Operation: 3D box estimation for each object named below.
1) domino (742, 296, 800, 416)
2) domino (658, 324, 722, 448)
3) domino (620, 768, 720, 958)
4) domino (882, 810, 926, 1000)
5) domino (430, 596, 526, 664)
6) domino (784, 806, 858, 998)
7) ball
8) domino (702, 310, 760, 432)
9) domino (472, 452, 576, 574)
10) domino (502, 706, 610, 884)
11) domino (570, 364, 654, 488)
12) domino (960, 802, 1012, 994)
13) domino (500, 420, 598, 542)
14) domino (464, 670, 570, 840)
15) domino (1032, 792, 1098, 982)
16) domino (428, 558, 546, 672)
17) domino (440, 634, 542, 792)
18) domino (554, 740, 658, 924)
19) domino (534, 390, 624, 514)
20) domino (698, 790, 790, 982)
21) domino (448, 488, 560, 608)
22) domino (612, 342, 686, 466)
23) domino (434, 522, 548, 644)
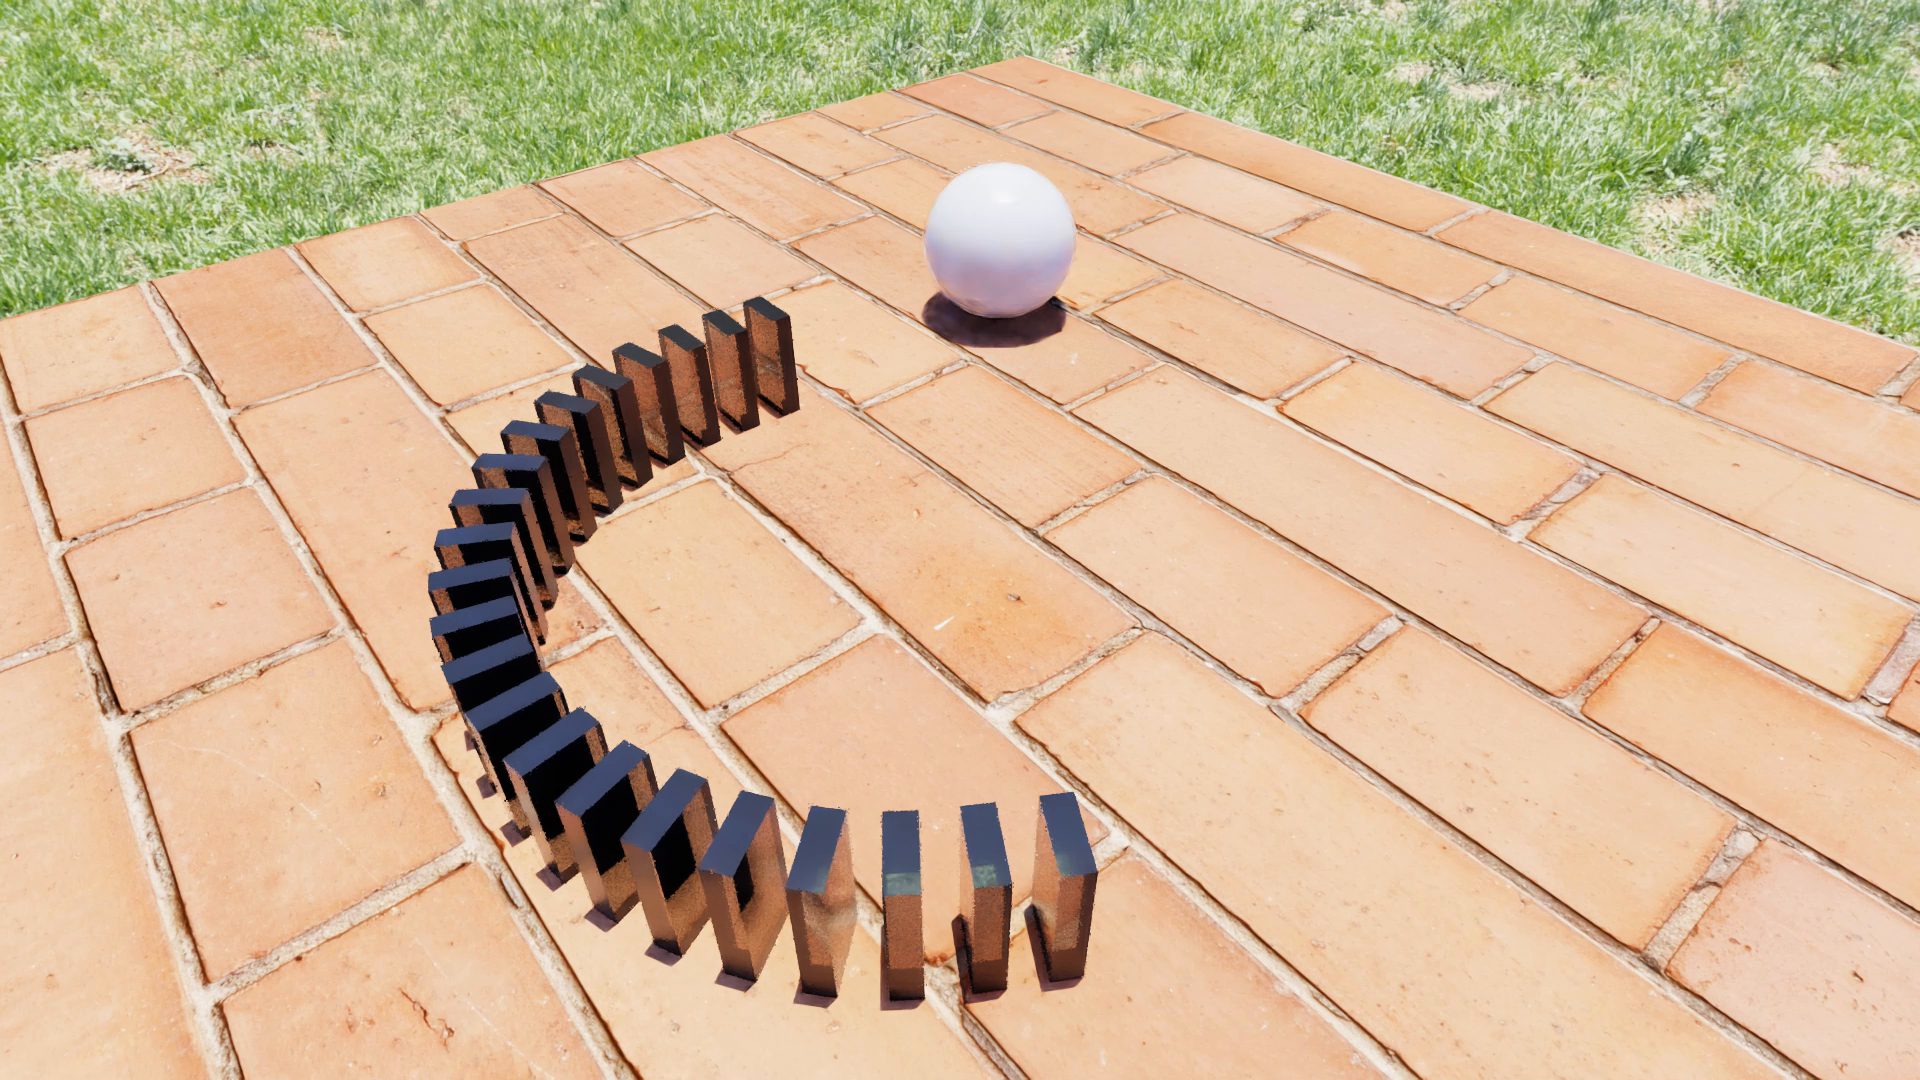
[{"bbox_3d":[-0.088,-0.086,0.517,0.010,0.050,0.025,-28,47,-30],"label":"domino"},{"bbox_3d":[-0.122,-0.069,0.496,0.010,0.050,0.025,-29,48,-31],"label":"domino"},{"bbox_3d":[-0.077,0.089,0.303,0.009,0.050,0.025,16,42,18],"label":"domino"},{"bbox_3d":[-0.015,0.098,0.292,0.010,0.050,0.025,-2,39,-2],"label":"domino"},{"bbox_3d":[-0.152,0.043,0.359,0.025,0.050,0.009,-17,42,-20],"label":"domino"},{"bbox_3d":[-0.036,0.097,0.293,0.010,0.050,0.025,6,40,7],"label":"domino"},{"bbox_3d":[0.021,-0.157,0.580,0.080,0.080,0.080,0,39,0],"label":"ball"},{"bbox_3d":[-0.105,-0.078,0.506,0.009,0.050,0.025,-26,46,-28],"label":"domino"},{"bbox_3d":[-0.167,-0.010,0.423,0.025,0.050,0.009,3,39,4],"label":"domino"},{"bbox_3d":[-0.113,0.075,0.320,0.009,0.050,0.025,28,47,30],"label":"domino"},{"bbox_3d":[-0.148,-0.048,0.470,0.025,0.050,0.010,19,43,22],"label":"domino"},{"bbox_3d":[0.006,0.096,0.294,0.010,0.050,0.025,-5,40,-6],"label":"domino"},{"bbox_3d":[-0.164,-0.023,0.440,0.025,0.050,0.009,9,40,10],"label":"domino"},{"bbox_3d":[-0.128,0.065,0.332,0.025,0.050,0.010,-30,48,-31],"label":"domino"},{"bbox_3d":[0.028,0.094,0.297,0.009,0.050,0.025,-6,40,-7],"label":"domino"},{"bbox_3d":[-0.160,0.030,0.374,0.025,0.050,0.009,-12,41,-14],"label":"domino"},{"bbox_3d":[-0.141,0.055,0.345,0.025,0.050,0.010,-23,45,-26],"label":"domino"},{"bbox_3d":[-0.096,0.083,0.310,0.009,0.050,0.025,22,44,25],"label":"domino"},{"bbox_3d":[-0.157,-0.036,0.455,0.025,0.050,0.009,14,41,16],"label":"domino"},{"bbox_3d":[-0.057,0.094,0.297,0.010,0.050,0.025,11,41,13],"label":"domino"},{"bbox_3d":[-0.168,0.004,0.407,0.025,0.050,0.009,-1,39,-2],"label":"domino"},{"bbox_3d":[-0.137,-0.059,0.484,0.025,0.050,0.010,26,46,28],"label":"domino"},{"bbox_3d":[-0.165,0.017,0.390,0.025,0.050,0.009,-6,40,-8],"label":"domino"}]
